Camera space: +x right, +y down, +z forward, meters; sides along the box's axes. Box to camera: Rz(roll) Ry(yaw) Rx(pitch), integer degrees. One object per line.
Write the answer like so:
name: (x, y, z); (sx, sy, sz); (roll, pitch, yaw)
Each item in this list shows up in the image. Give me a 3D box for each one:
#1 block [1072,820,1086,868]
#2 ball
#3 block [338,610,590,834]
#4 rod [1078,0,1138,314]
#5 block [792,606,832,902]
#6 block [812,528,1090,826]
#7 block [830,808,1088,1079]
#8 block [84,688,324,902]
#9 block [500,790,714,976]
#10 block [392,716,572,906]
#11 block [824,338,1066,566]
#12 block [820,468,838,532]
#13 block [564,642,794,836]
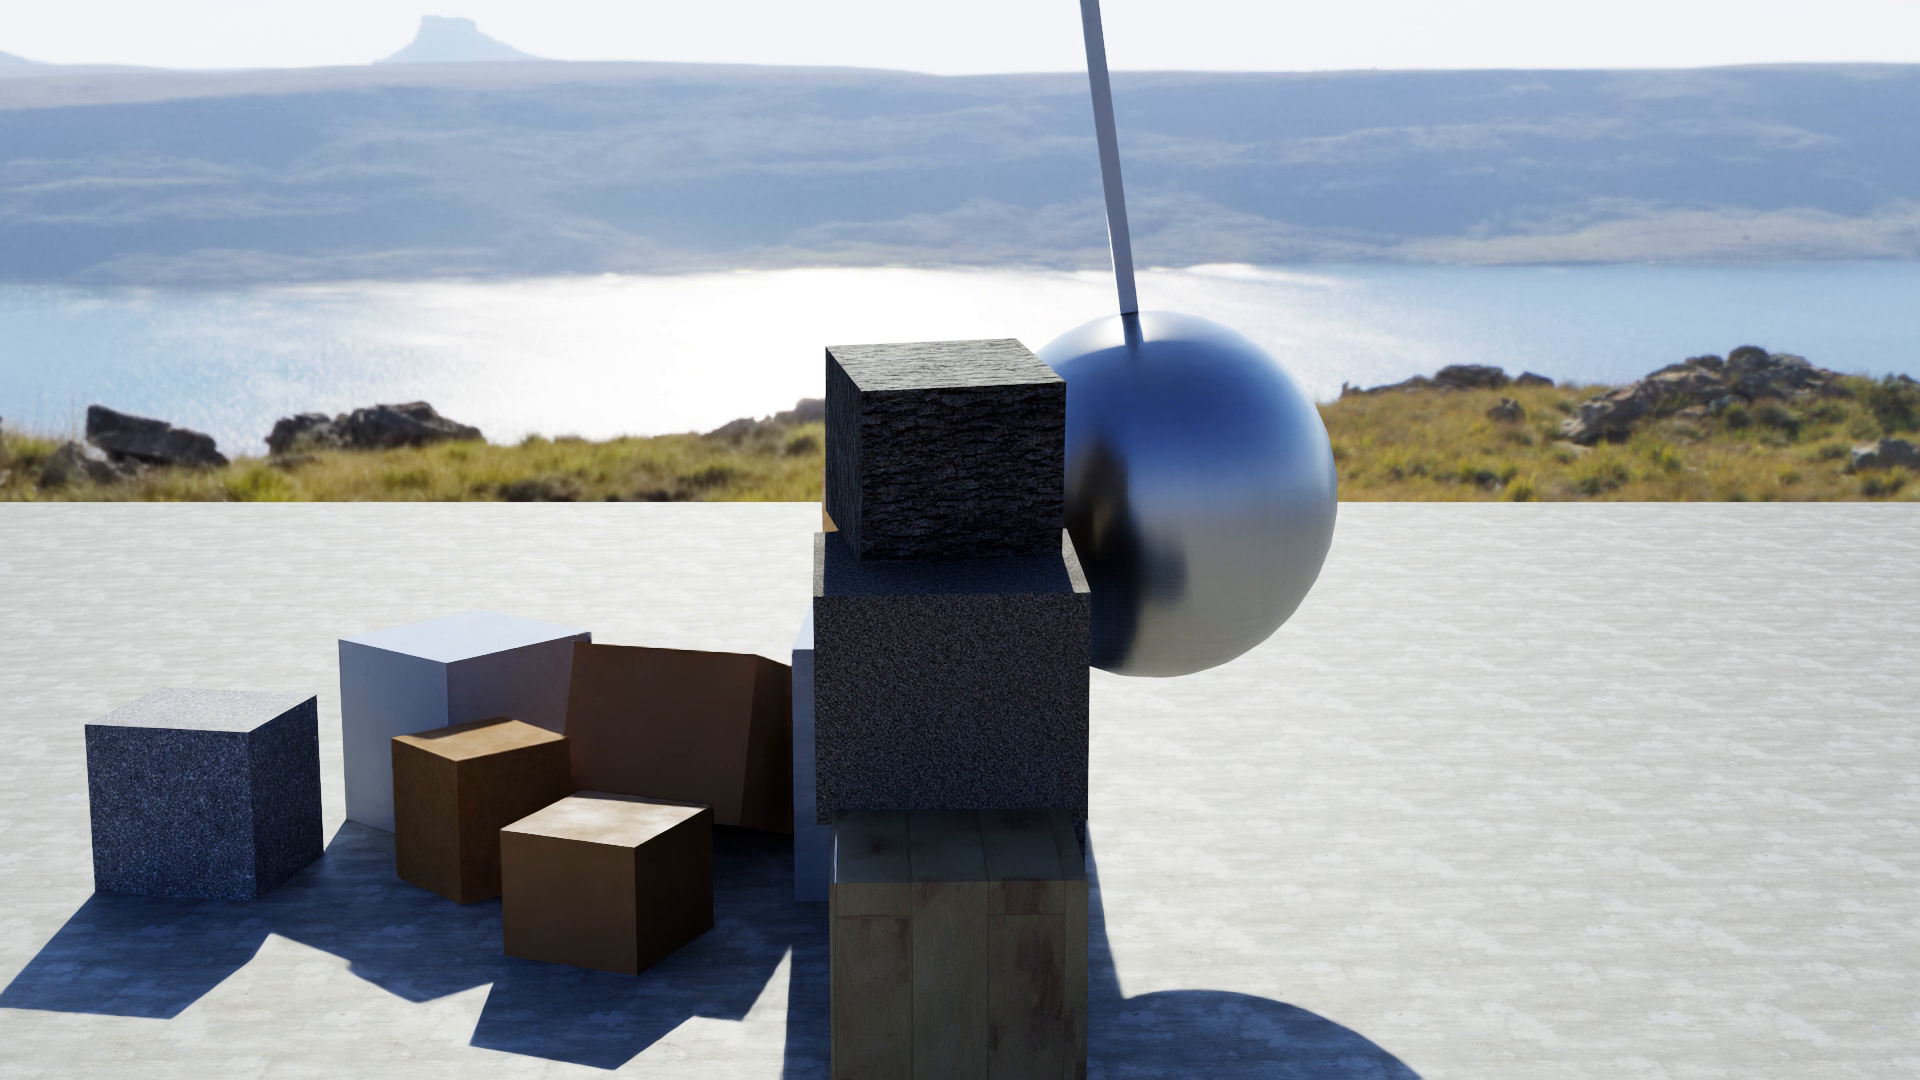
block: (0.013, 1.354, 9.714); (0.881, 0.861, 0.807); (0, 10, 0)
ball: (0.836, -0.200, 11.144); (1.600, 1.600, 1.600); (0, 10, 0)
block: (-2.347, 0.883, 12.249); (0.792, 0.880, 0.873); (8, 13, 39)
rod: (0.362, -3.513, 10.542); (0.080, 5.200, 0.080); (-8, 10, 1)
block: (-0.194, 0.906, 11.482); (0.996, 1.109, 1.146); (0, 10, 2)
block: (-0.051, 0.488, 9.544); (0.976, 0.849, 0.924); (-1, 14, -3)
block: (-0.019, 1.486, 8.852); (0.846, 0.909, 0.837); (0, 10, -2)
block: (-3.329, 1.112, 11.355); (0.753, 0.750, 0.687); (2, 10, 10)
block: (-1.432, 1.386, 10.475); (0.615, 0.526, 0.636); (4, 11, 22)
block: (-2.101, 1.180, 11.296); (0.575, 0.637, 0.526); (-9, 14, -42)
block: (-0.070, -0.346, 9.689); (0.758, 0.659, 0.741); (-3, 18, -13)
block: (-0.221, 0.215, 10.381); (0.651, 0.826, 0.698); (-2, 26, -3)
block: (-1.231, 0.919, 11.736); (0.873, 0.754, 0.852); (3, -8, 16)
